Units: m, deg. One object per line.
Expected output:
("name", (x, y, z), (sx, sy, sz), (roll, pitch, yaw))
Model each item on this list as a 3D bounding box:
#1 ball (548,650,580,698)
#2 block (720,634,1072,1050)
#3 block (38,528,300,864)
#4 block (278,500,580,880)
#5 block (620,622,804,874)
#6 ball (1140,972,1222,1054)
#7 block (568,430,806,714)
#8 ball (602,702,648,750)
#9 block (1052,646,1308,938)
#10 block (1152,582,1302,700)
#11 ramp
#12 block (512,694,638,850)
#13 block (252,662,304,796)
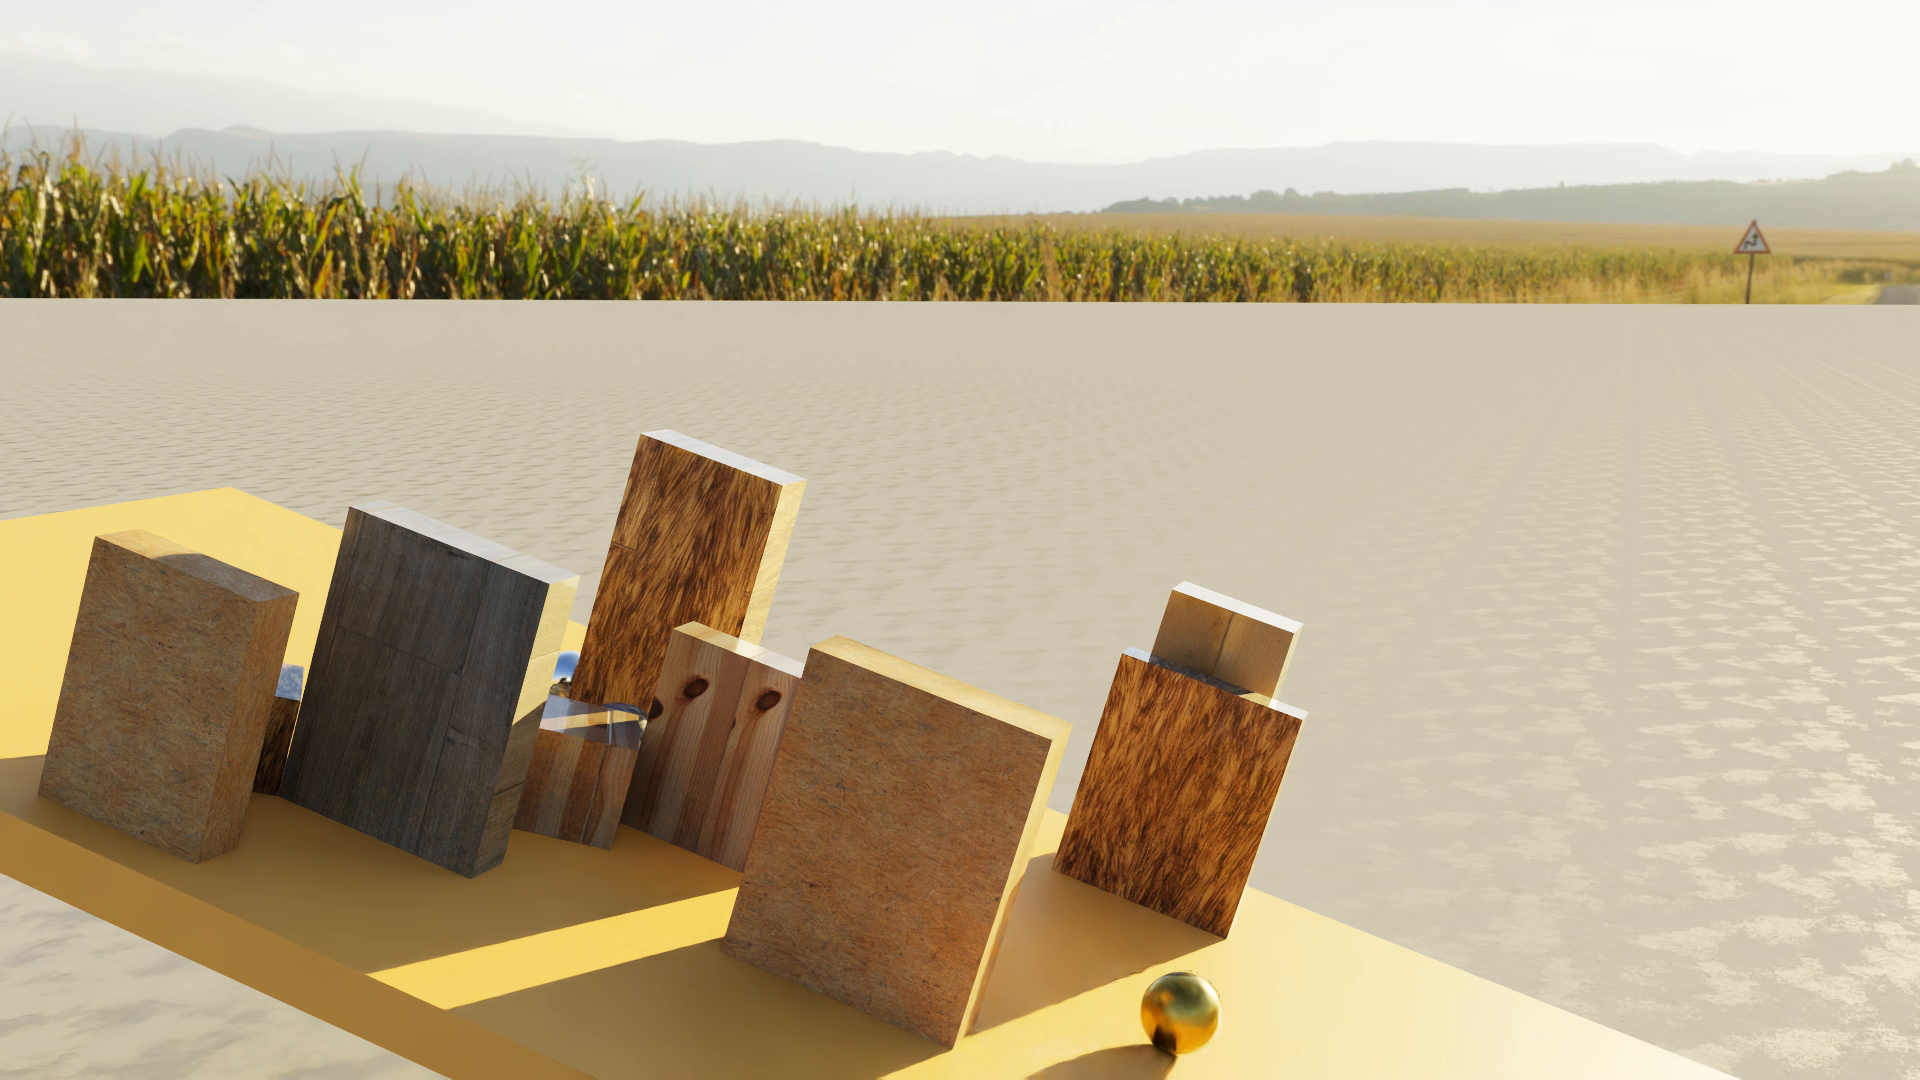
("ball", (-0.842, 0.305, 4.749), (0.131, 0.131, 0.131), (0, 7, 0))
("block", (-0.112, 0.510, 3.754), (0.441, 0.567, 0.136), (20, 12, 14))
("block", (-1.287, 0.251, 3.571), (0.314, 0.452, 0.111), (20, 12, 14))
("block", (-0.927, 0.256, 3.828), (0.396, 0.545, 0.112), (20, 12, 14))
("block", (-0.444, 0.401, 4.201), (0.312, 0.401, 0.095), (20, 12, 14))
("ball", (0.396, 0.849, 3.949), (0.146, 0.146, 0.146), (0, 7, 0))
("block", (-0.578, 0.140, 4.573), (0.326, 0.664, 0.134), (20, 12, 14))
("ball", (-0.678, 0.413, 4.348), (0.185, 0.185, 0.185), (0, 7, 0))
("block", (0.461, 0.532, 4.641), (0.398, 0.500, 0.083), (20, 12, 14))
("block", (0.512, 0.439, 4.824), (0.277, 0.629, 0.132), (20, 12, 14))
("ramp", (-0.361, 0.688, 4.229), (4.000, 0.100, 2.000), (20, 12, 14))
("block", (-0.730, 0.433, 4.142), (0.202, 0.202, 0.202), (15, 12, -12))
("block", (-1.284, 0.321, 3.915), (0.182, 0.182, 0.182), (13, 12, -18))
